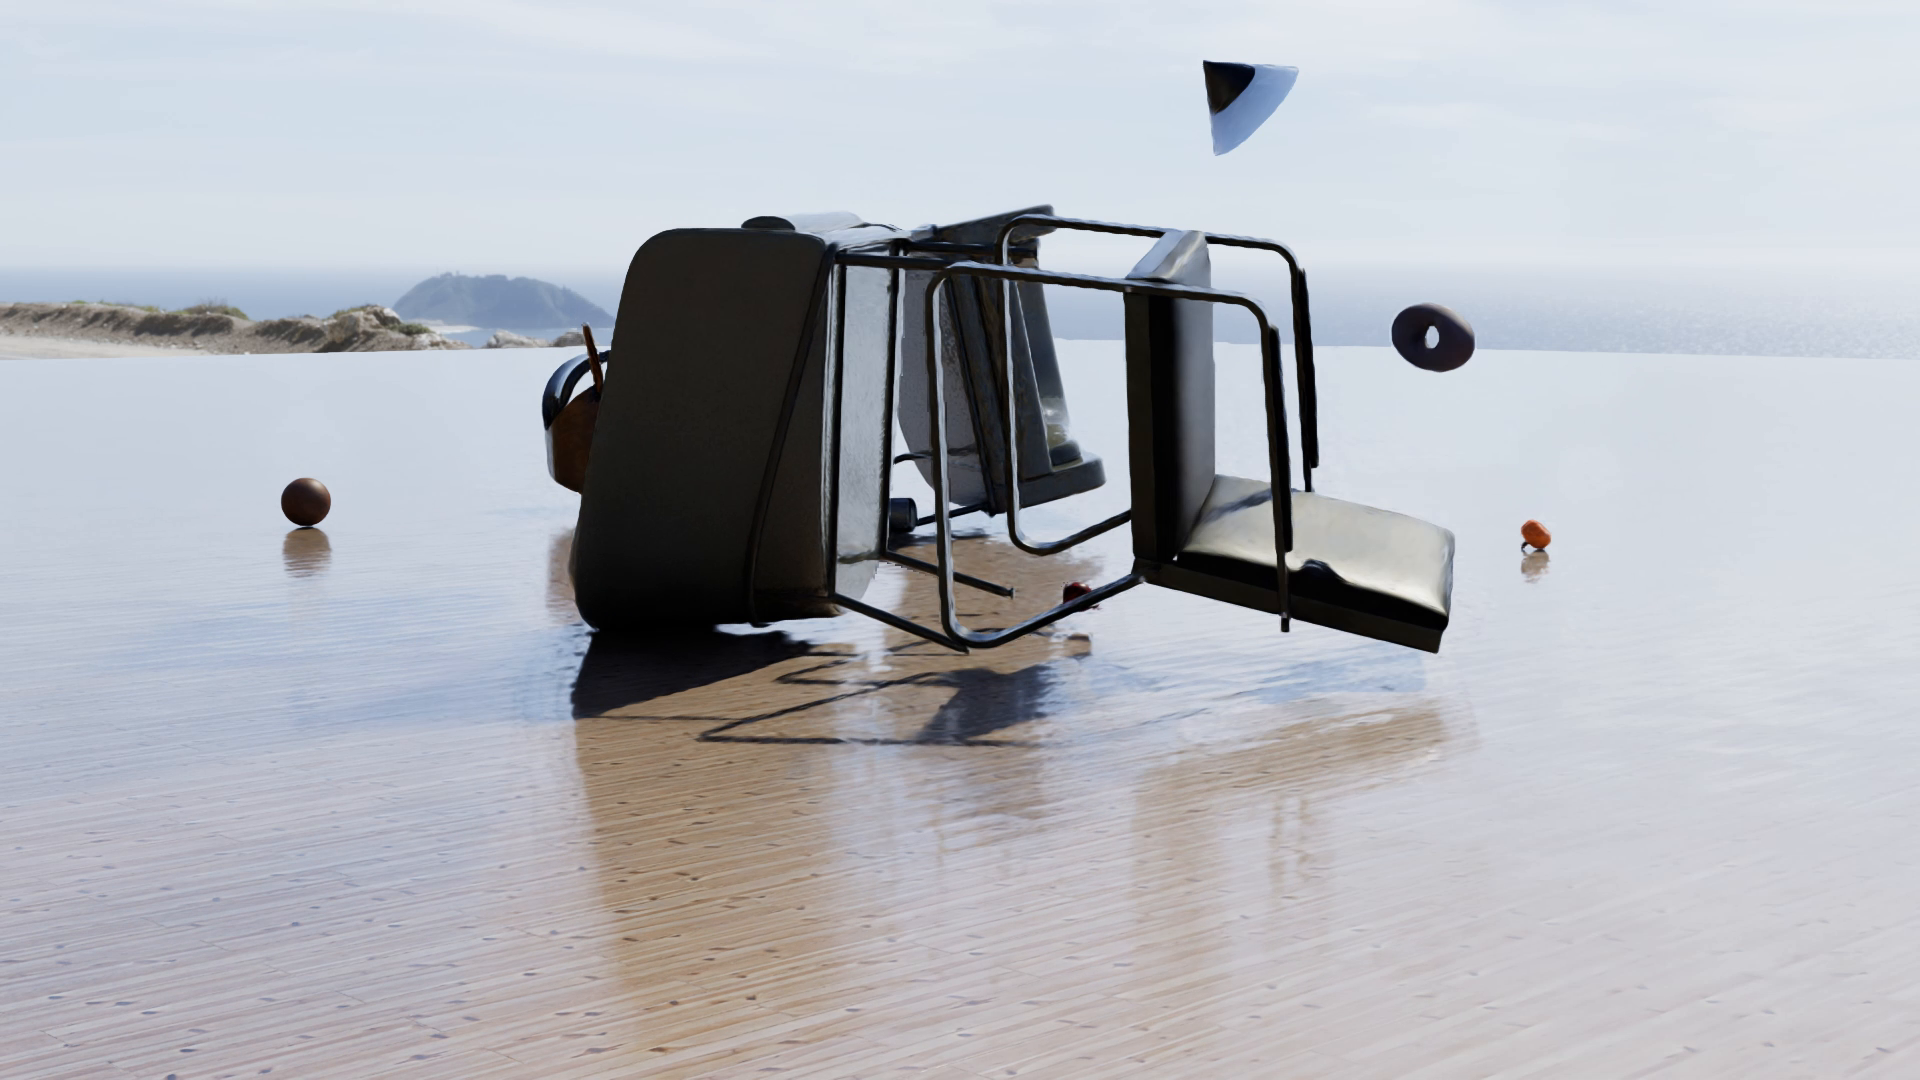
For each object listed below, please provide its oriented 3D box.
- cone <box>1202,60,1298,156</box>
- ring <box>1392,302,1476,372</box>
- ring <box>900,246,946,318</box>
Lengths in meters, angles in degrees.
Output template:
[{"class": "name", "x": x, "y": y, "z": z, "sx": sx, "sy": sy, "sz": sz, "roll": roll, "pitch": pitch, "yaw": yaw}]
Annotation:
[{"class": "cone", "x": 0.517, "y": -0.872, "z": 4.927, "sx": 0.146, "sy": 0.229, "sz": 0.192, "roll": 40, "pitch": 16, "yaw": -18}, {"class": "ring", "x": 0.806, "y": -0.346, "z": 4.376, "sx": 0.050, "sy": 0.114, "sz": 0.280, "roll": 5, "pitch": 9, "yaw": -17}, {"class": "ring", "x": -0.113, "y": -0.767, "z": 7.638, "sx": 0.055, "sy": 0.223, "sz": 0.196, "roll": -17, "pitch": 15, "yaw": -33}]
